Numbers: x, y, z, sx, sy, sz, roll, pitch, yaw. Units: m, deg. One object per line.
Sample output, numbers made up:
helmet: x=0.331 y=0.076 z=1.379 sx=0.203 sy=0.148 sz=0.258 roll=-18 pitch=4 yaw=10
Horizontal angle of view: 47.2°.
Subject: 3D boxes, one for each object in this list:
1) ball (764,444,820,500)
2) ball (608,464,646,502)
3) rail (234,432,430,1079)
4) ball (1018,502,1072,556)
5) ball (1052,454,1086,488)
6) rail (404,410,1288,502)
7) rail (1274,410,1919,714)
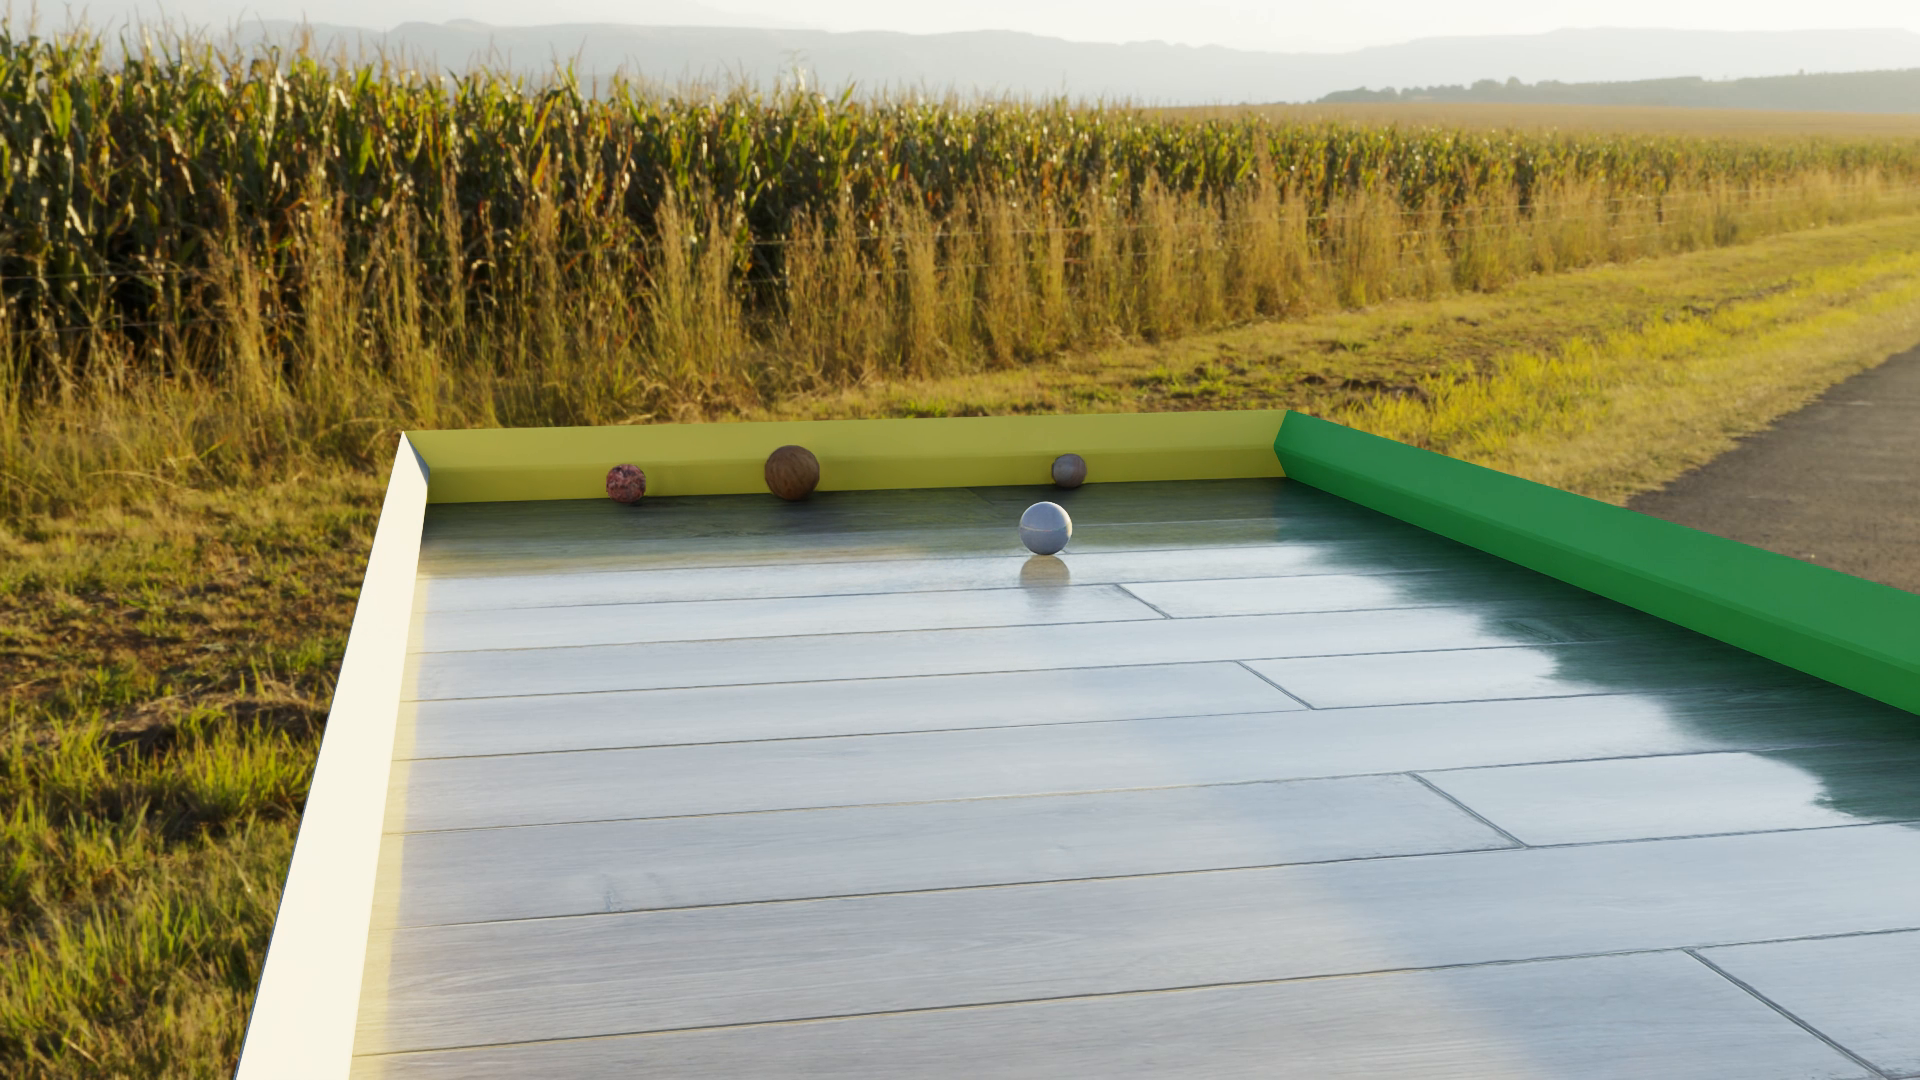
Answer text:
ball: x=-0.295 y=-0.119 z=3.872 sx=0.097 sy=0.097 sz=0.097 roll=0 pitch=10 yaw=0
ball: x=-0.582 y=-0.099 z=3.839 sx=0.068 sy=0.068 sz=0.068 roll=0 pitch=10 yaw=0
rail: x=-0.598 y=0.136 z=2.269 sx=0.045 sy=0.126 sz=3.234 roll=-2 pitch=10 yaw=-12
ball: x=0.129 y=-0.017 z=3.319 sx=0.081 sy=0.081 sz=0.081 roll=0 pitch=10 yaw=0
ball: x=0.199 y=-0.126 z=4.013 sx=0.064 sy=0.064 sz=0.064 roll=0 pitch=10 yaw=0
rail: x=-0.168 y=-0.151 z=3.970 sx=1.627 sy=0.126 sz=0.045 roll=-2 pitch=10 yaw=-12
rail: x=0.945 y=0.080 z=2.603 sx=0.045 sy=0.126 sz=3.234 roll=-2 pitch=10 yaw=-12
